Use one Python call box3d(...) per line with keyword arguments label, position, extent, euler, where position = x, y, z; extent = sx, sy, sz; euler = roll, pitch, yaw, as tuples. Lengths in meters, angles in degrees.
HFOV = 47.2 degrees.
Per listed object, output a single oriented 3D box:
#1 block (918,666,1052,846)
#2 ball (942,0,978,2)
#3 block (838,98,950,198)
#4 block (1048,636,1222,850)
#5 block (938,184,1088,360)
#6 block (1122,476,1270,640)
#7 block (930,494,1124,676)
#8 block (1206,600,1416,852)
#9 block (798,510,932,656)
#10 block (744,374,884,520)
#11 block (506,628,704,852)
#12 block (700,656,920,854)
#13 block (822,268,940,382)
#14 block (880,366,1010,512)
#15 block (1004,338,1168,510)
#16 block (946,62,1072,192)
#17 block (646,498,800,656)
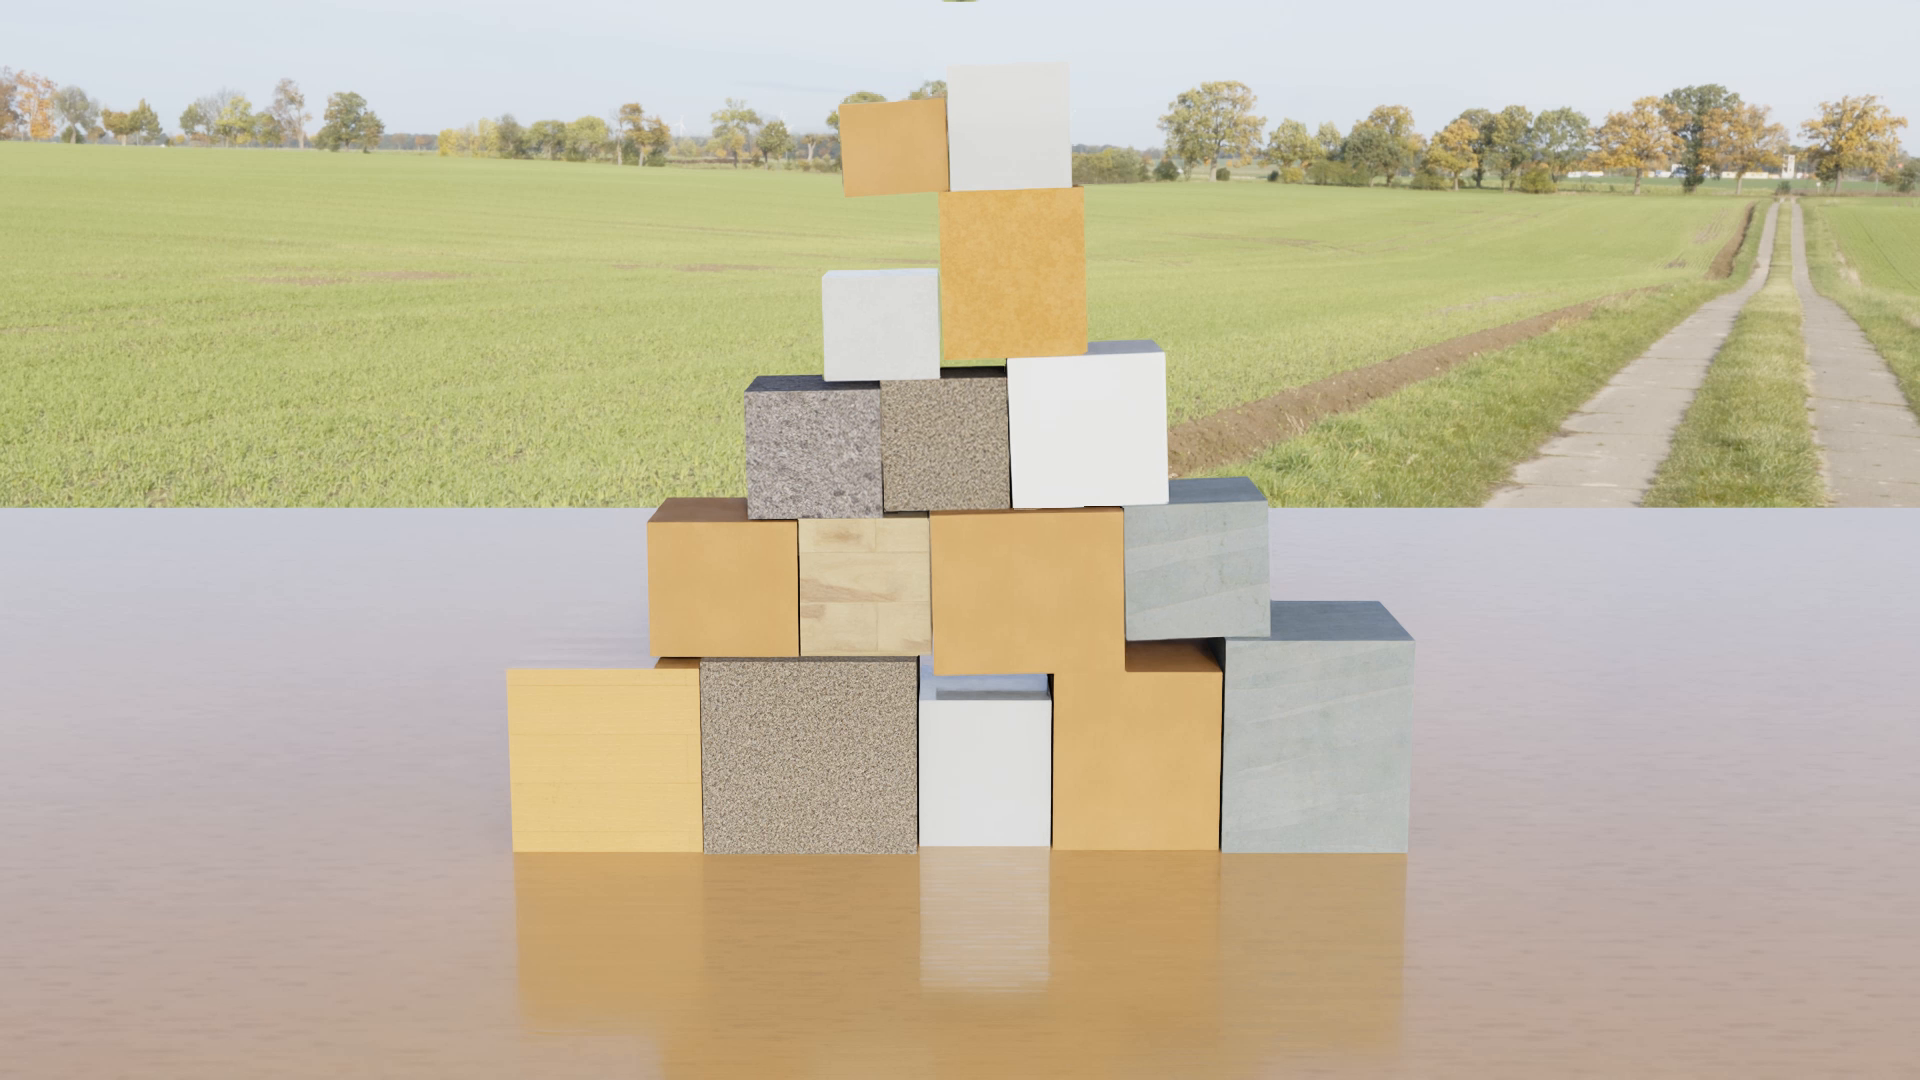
box3d(label="block", position=(0.125, 1.105, 11.377), extent=(0.659, 0.756, 0.741), euler=(0, 10, 0))
box3d(label="ball", position=(0.000, -4.631, 15.578), extent=(1.600, 1.600, 1.600), euler=(0, 10, 0))
box3d(label="block", position=(-0.314, -1.934, 10.843), extent=(0.514, 0.440, 0.502), euler=(-4, 10, 1))
box3d(label="block", position=(0.880, 1.025, 11.371), extent=(0.831, 0.915, 0.877), euler=(0, 10, 0))
box3d(label="block", position=(0.258, -1.345, 10.953), extent=(0.698, 0.808, 0.674), euler=(-2, 10, 0))
box3d(label="block", position=(1.166, 0.082, 11.206), extent=(0.713, 0.672, 0.793), euler=(-2, 10, 0))
box3d(label="block", position=(0.334, 0.183, 11.218), extent=(0.941, 0.800, 0.914), euler=(-1, 10, 0))
box3d(label="block", position=(1.770, 0.942, 11.351), extent=(0.928, 1.085, 0.957), euler=(0, 10, 0))
box3d(label="block", position=(-0.467, 0.165, 11.224), extent=(0.651, 0.690, 0.764), euler=(0, 10, 0))
box3d(label="block", position=(-0.715, -0.482, 11.103), extent=(0.661, 0.629, 0.742), euler=(-1, 10, 0))
box3d(label="block", position=(-1.759, 1.014, 11.361), extent=(0.949, 0.939, 0.917), euler=(0, 10, 0))
box3d(label="block", position=(-0.745, 0.993, 11.356), extent=(1.061, 0.982, 0.994), euler=(0, 10, 0))
box3d(label="block", position=(-0.384, -1.080, 10.974), extent=(0.562, 0.503, 0.572), euler=(-1, 10, 0))
box3d(label="block", position=(-0.072, -0.519, 11.072), extent=(0.624, 0.649, 0.576), euler=(-1, 10, 0))
box3d(label="block", position=(0.627, -0.593, 11.086), extent=(0.764, 0.744, 0.726), euler=(-2, 10, 0))
box3d(label="block", position=(0.236, -2.028, 10.800), extent=(0.580, 0.592, 0.619), euler=(-2, 10, 0))
box3d(label="block", position=(-1.167, 0.178, 11.209), extent=(0.736, 0.675, 0.767), euler=(0, 10, 0))
